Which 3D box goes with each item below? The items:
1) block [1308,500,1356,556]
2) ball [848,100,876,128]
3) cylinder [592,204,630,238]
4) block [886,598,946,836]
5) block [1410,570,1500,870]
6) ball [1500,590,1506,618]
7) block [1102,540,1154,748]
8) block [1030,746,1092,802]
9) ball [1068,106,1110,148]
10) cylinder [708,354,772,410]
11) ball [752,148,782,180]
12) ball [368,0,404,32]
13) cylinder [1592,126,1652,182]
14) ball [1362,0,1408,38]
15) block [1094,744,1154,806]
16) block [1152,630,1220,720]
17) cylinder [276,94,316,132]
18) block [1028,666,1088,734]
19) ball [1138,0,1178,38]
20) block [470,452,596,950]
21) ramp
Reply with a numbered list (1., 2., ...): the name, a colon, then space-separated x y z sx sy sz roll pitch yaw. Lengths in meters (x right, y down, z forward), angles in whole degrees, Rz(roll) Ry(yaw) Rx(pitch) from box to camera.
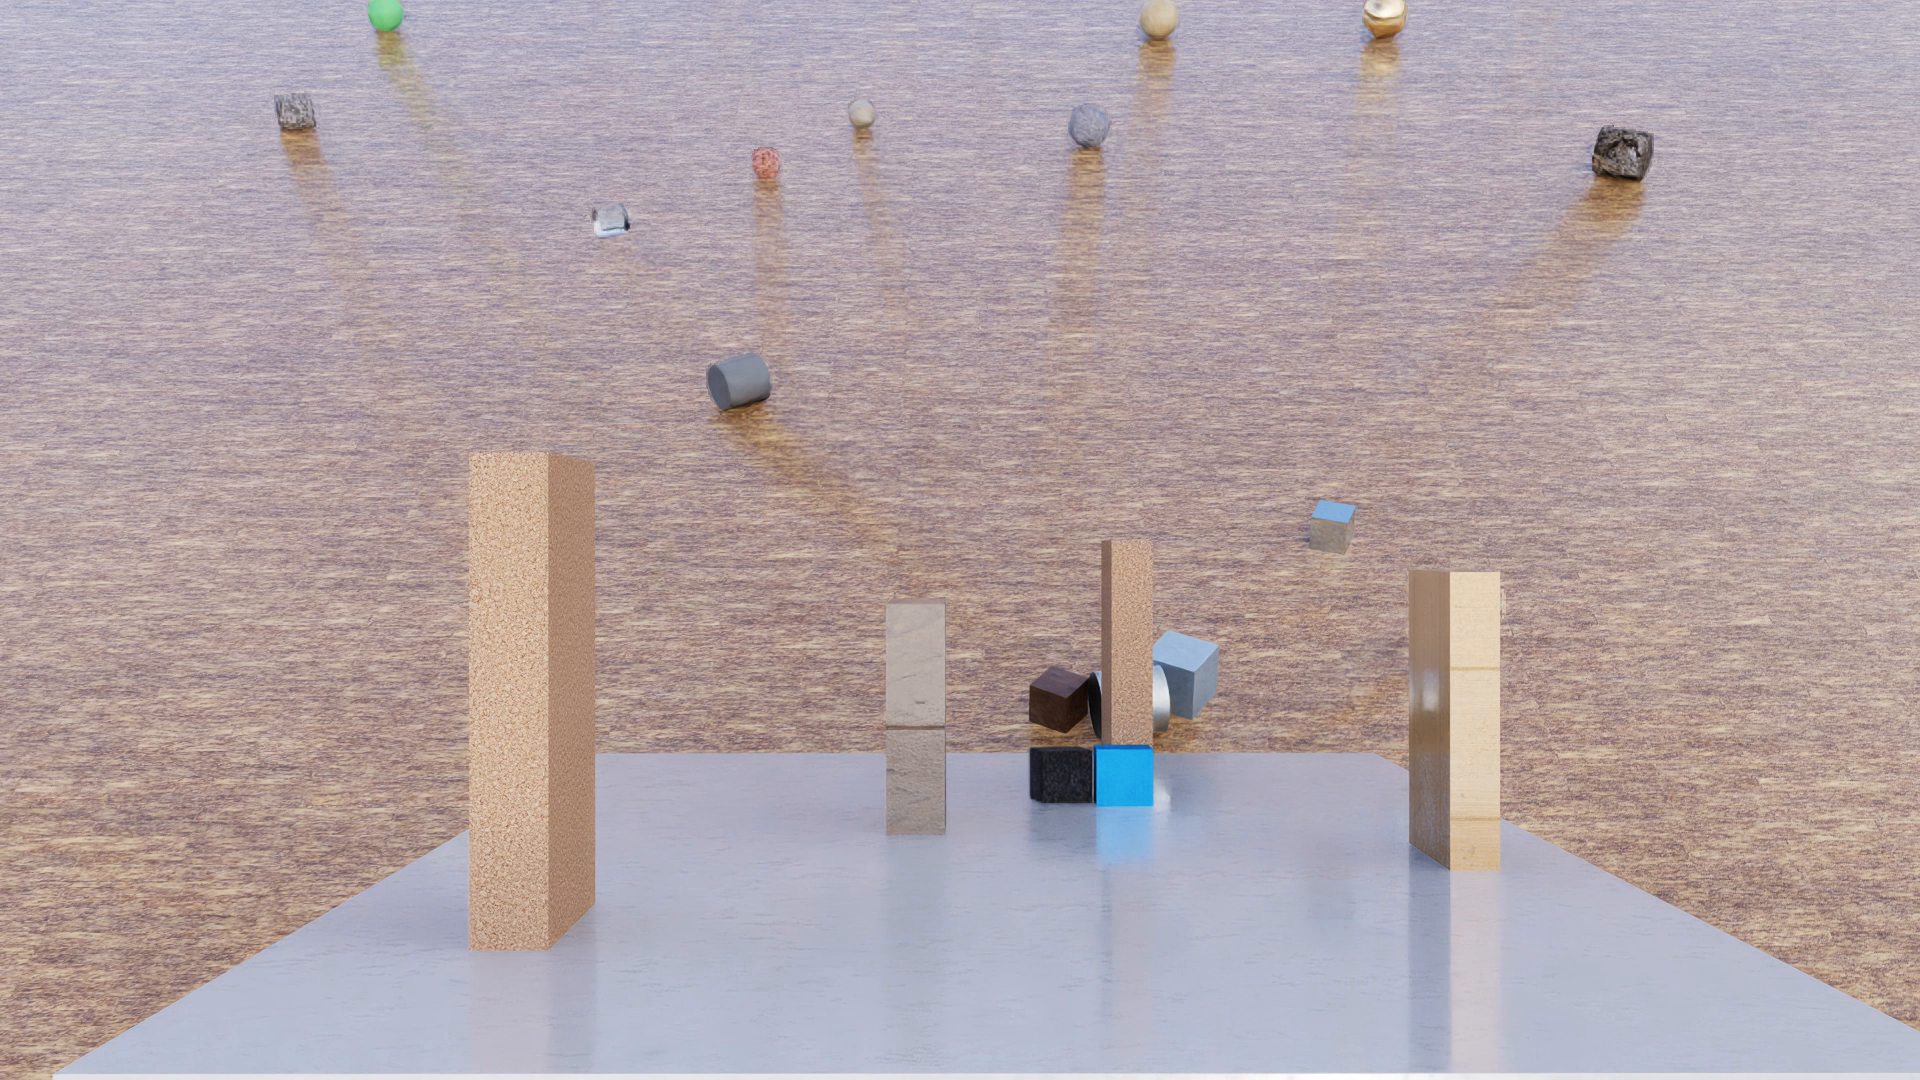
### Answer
1. block: 1.113 -0.038 7.735 0.110 0.110 0.110 10 32 17
2. ball: -0.407 -1.764 10.721 0.115 0.115 0.115 0 30 0
3. cylinder: -1.316 -1.202 9.755 0.108 0.108 0.108 -13 32 -21
4. block: -0.083 0.333 5.029 0.110 0.430 0.446 0 0 0
5. block: 0.854 0.300 4.484 0.083 0.494 0.391 0 0 0
6. ball: 1.474 0.180 7.331 0.137 0.137 0.137 0 30 0
7. block: 0.362 0.274 5.637 0.087 0.547 0.386 0 0 0
8. block: 0.212 0.495 5.468 0.107 0.107 0.107 0 0 -14
9. ball: 0.524 -1.683 10.528 0.168 0.168 0.168 0 30 0
10. cylinder: -0.726 -0.519 8.524 0.154 0.154 0.154 -18 34 -27
11. ball: -0.766 -1.488 10.239 0.119 0.119 0.119 0 30 0
12. ball: -2.613 -2.394 11.770 0.159 0.159 0.159 0 30 0
13. cylinder: 2.622 -1.527 10.241 0.185 0.185 0.185 16 34 25
14. ball: 1.918 -2.369 11.683 0.202 0.202 0.202 0 30 0
15. block: 0.340 0.490 5.386 0.117 0.117 0.117 0 0 0
16. block: 0.595 0.364 6.994 0.154 0.154 0.154 16 34 26
17. cylinder: -2.749 -1.768 10.705 0.138 0.138 0.138 -10 32 -17
18. block: 0.264 0.427 6.925 0.115 0.115 0.115 18 35 28
19. ball: 0.897 -2.354 11.679 0.179 0.179 0.179 0 30 0
20. block: -0.603 0.216 3.681 0.106 0.665 0.447 0 0 0
21. ramp: 0.067 0.598 4.657 2.000 0.100 4.000 0 0 0
